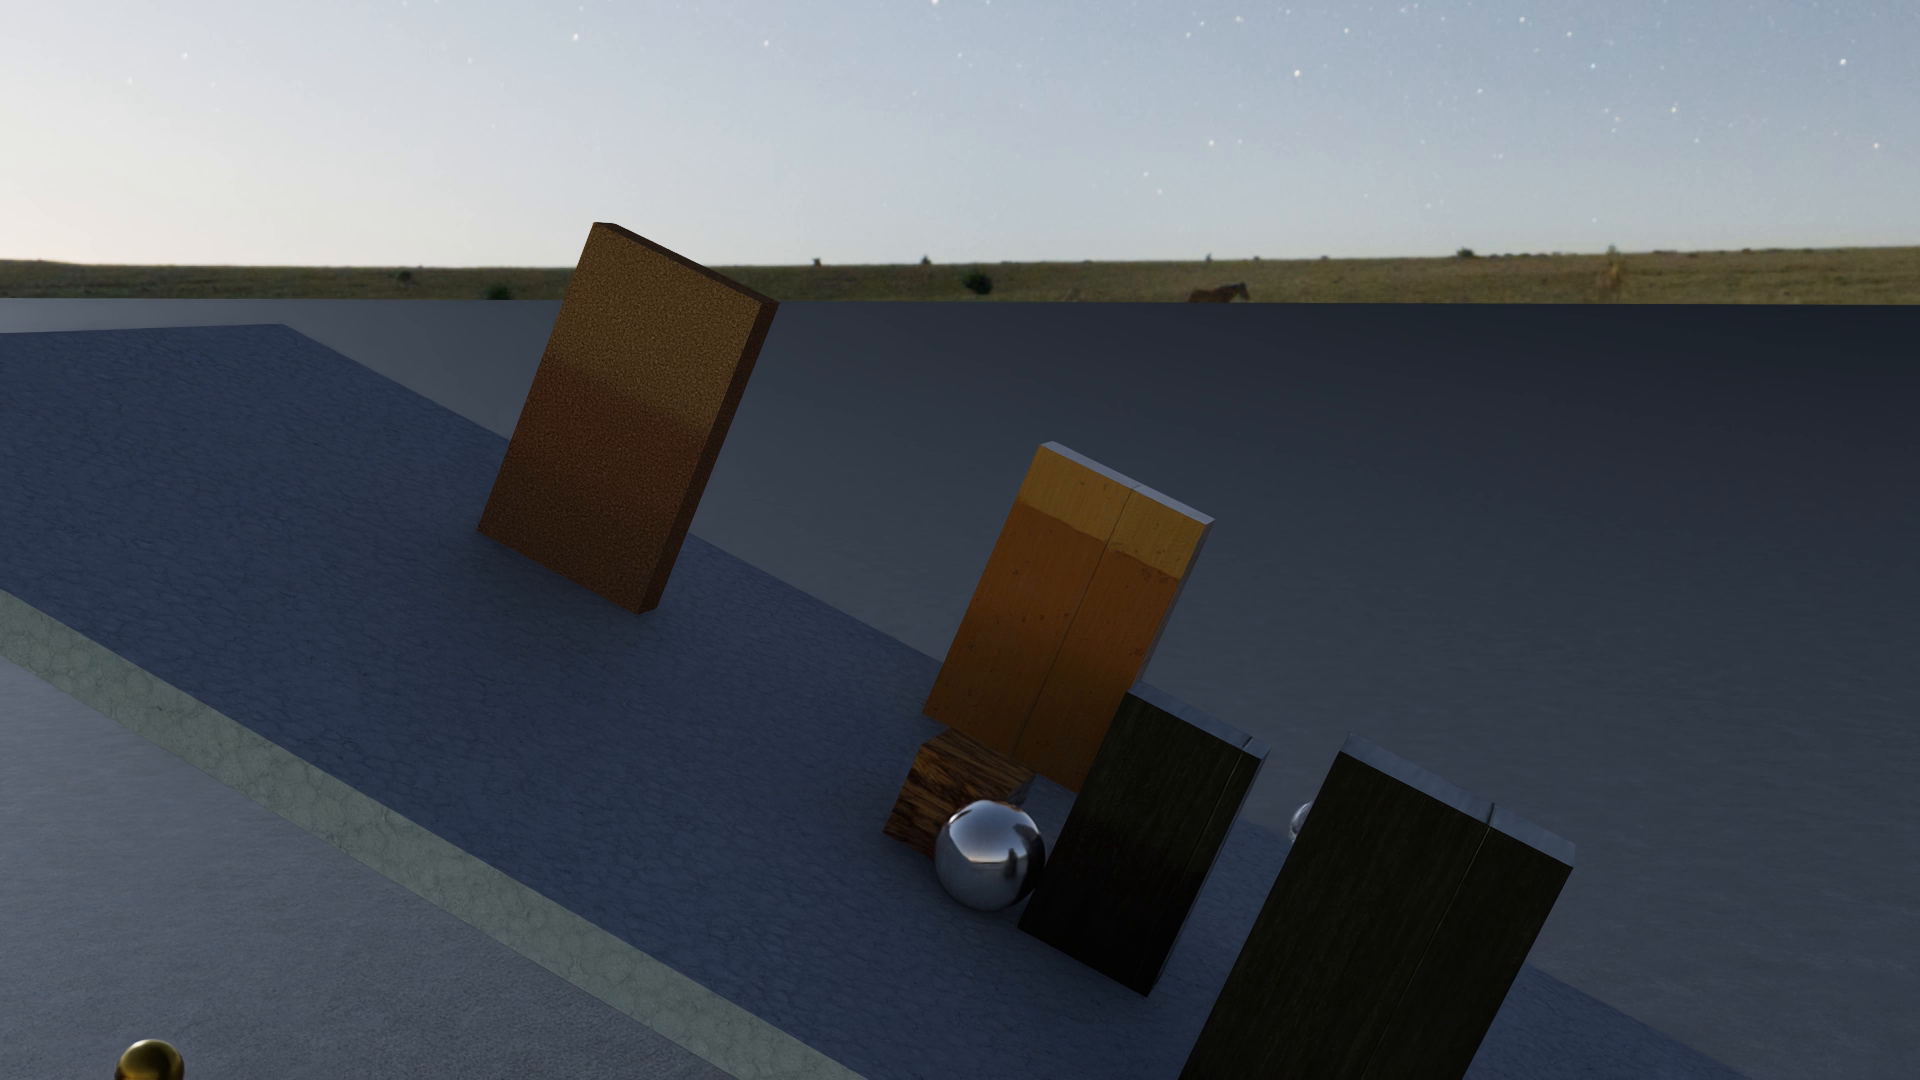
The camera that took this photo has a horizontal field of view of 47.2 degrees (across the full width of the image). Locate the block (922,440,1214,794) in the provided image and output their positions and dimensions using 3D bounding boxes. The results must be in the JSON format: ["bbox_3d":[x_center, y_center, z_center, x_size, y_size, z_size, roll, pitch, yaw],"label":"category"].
[{"bbox_3d":[0.227,0.164,4.671,0.386,0.639,0.109,27,13,13],"label":"block"}]

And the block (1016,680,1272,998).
[{"bbox_3d":[0.318,0.516,3.814,0.255,0.471,0.109,27,13,13],"label":"block"}]

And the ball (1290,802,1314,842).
[{"bbox_3d":[1.139,0.921,6.997,0.177,0.177,0.177,0,7,0],"label":"ball"}]

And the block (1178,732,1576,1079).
[{"bbox_3d":[0.604,0.670,3.299,0.364,0.654,0.135,27,13,13],"label":"block"}]

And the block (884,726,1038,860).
[{"bbox_3d":[0.003,0.481,4.046,0.182,0.182,0.182,27,14,14],"label":"block"}]

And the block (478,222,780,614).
[{"bbox_3d":[-0.697,-0.253,4.583,0.404,0.706,0.097,27,13,13],"label":"block"}]

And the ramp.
[{"bbox_3d":[-0.280,0.483,4.179,4.000,0.100,2.000,27,13,13],"label":"ramp"}]

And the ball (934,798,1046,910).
[{"bbox_3d":[0.052,0.549,3.840,0.195,0.195,0.195,0,7,0],"label":"ball"}]

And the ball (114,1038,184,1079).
[{"bbox_3d":[-1.807,1.187,4.907,0.146,0.146,0.146,0,7,0],"label":"ball"}]
